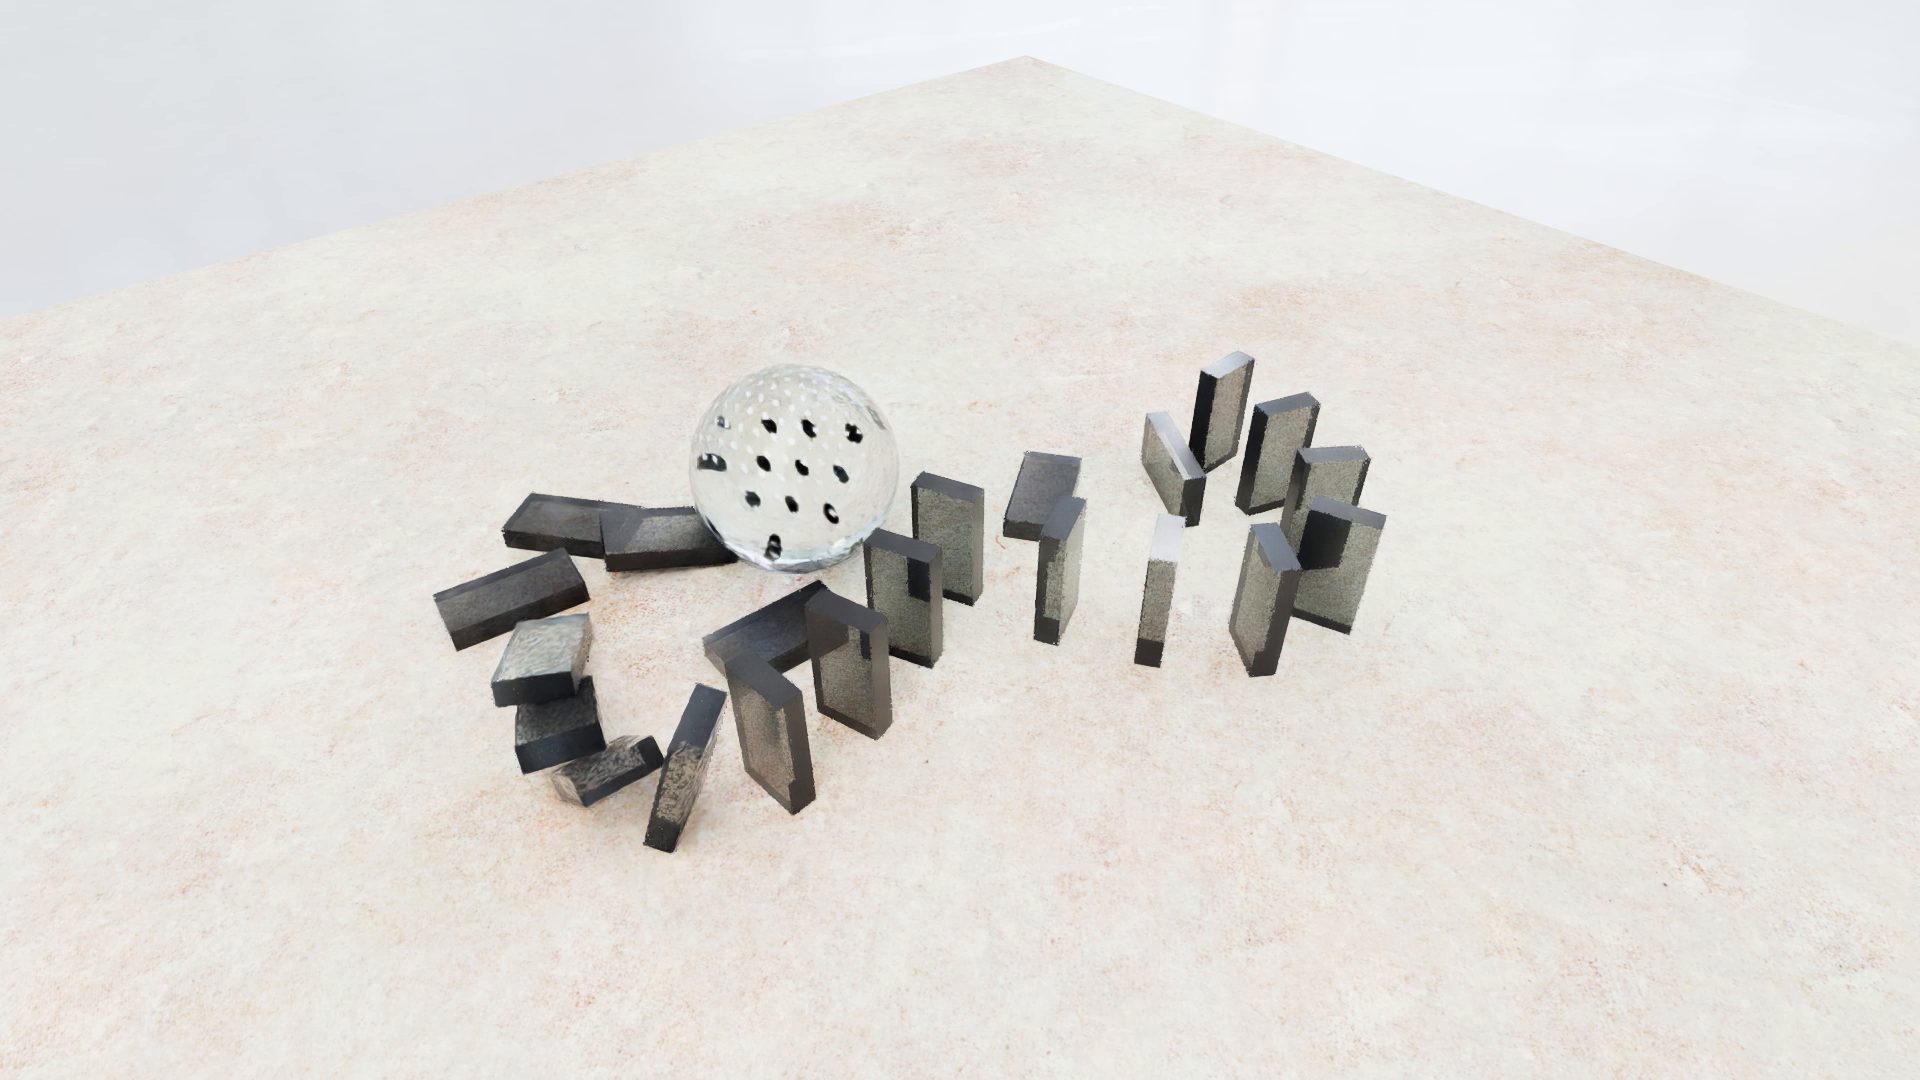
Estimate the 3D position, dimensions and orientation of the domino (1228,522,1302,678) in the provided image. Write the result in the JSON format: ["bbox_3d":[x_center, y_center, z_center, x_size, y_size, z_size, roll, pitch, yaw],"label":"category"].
[{"bbox_3d":[0.106,0.021,0.385,0.010,0.050,0.025,-4,40,-5],"label":"domino"}]

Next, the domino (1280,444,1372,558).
[{"bbox_3d":[0.140,-0.013,0.427,0.025,0.050,0.009,-4,39,-5],"label":"domino"}]

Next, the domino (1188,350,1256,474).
[{"bbox_3d":[0.113,-0.055,0.478,0.025,0.050,0.010,-29,48,-31],"label":"domino"}]

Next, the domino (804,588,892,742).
[{"bbox_3d":[-0.036,0.041,0.361,0.025,0.050,0.010,22,44,24],"label":"domino"}]

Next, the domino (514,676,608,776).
[{"bbox_3d":[-0.129,0.059,0.355,0.025,0.009,0.050,-15,15,-18],"label":"domino"}]

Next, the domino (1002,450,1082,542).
[{"bbox_3d":[0.035,-0.019,0.466,0.025,0.009,0.050,9,40,10],"label":"domino"}]

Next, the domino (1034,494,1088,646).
[{"bbox_3d":[0.036,0.011,0.398,0.009,0.050,0.025,14,41,17],"label":"domino"}]

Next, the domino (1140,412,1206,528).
[{"bbox_3d":[0.090,-0.031,0.469,0.009,0.025,0.050,-7,40,-8],"label":"domino"}]

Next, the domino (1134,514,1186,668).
[{"bbox_3d":[0.070,0.018,0.389,0.010,0.050,0.025,10,40,12],"label":"domino"}]

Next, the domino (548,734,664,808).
[{"bbox_3d":[-0.108,0.070,0.334,0.025,0.009,0.050,-27,3,-29],"label":"domino"}]

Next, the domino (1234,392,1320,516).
[{"bbox_3d":[0.131,-0.035,0.454,0.025,0.050,0.010,-15,42,-17],"label":"domino"}]

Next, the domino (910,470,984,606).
[{"bbox_3d":[-0.004,0.000,0.411,0.025,0.050,0.010,17,42,20],"label":"domino"}]

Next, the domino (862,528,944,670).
[{"bbox_3d":[-0.019,0.021,0.386,0.025,0.050,0.009,16,42,19],"label":"domino"}]

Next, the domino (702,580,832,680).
[{"bbox_3d":[-0.065,0.035,0.401,0.050,0.010,0.025,-27,47,-29],"label":"domino"}]

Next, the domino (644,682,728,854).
[{"bbox_3d":[-0.082,0.069,0.327,0.009,0.050,0.025,20,40,-6],"label":"domino"}]

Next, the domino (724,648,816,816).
[{"bbox_3d":[-0.058,0.060,0.339,0.025,0.050,0.009,32,49,33],"label":"domino"}]

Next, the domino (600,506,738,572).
[{"bbox_3d":[-0.115,-0.001,0.436,0.050,0.009,0.025,-4,44,-21],"label":"domino"}]

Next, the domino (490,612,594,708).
[{"bbox_3d":[-0.144,0.041,0.381,0.025,0.010,0.050,-8,20,-9],"label":"domino"}]

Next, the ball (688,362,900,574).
[{"bbox_3d":[-0.063,-0.027,0.421,0.080,0.080,0.080,0,39,0],"label":"ball"}]

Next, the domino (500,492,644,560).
[{"bbox_3d":[-0.157,-0.006,0.450,0.050,0.010,0.025,7,40,8],"label":"domino"}]

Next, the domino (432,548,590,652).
[{"bbox_3d":[-0.170,0.022,0.417,0.050,0.010,0.025,-23,45,-26],"label":"domino"}]

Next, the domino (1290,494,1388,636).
[{"bbox_3d":[0.136,0.010,0.400,0.025,0.050,0.009,19,43,22],"label":"domino"}]
